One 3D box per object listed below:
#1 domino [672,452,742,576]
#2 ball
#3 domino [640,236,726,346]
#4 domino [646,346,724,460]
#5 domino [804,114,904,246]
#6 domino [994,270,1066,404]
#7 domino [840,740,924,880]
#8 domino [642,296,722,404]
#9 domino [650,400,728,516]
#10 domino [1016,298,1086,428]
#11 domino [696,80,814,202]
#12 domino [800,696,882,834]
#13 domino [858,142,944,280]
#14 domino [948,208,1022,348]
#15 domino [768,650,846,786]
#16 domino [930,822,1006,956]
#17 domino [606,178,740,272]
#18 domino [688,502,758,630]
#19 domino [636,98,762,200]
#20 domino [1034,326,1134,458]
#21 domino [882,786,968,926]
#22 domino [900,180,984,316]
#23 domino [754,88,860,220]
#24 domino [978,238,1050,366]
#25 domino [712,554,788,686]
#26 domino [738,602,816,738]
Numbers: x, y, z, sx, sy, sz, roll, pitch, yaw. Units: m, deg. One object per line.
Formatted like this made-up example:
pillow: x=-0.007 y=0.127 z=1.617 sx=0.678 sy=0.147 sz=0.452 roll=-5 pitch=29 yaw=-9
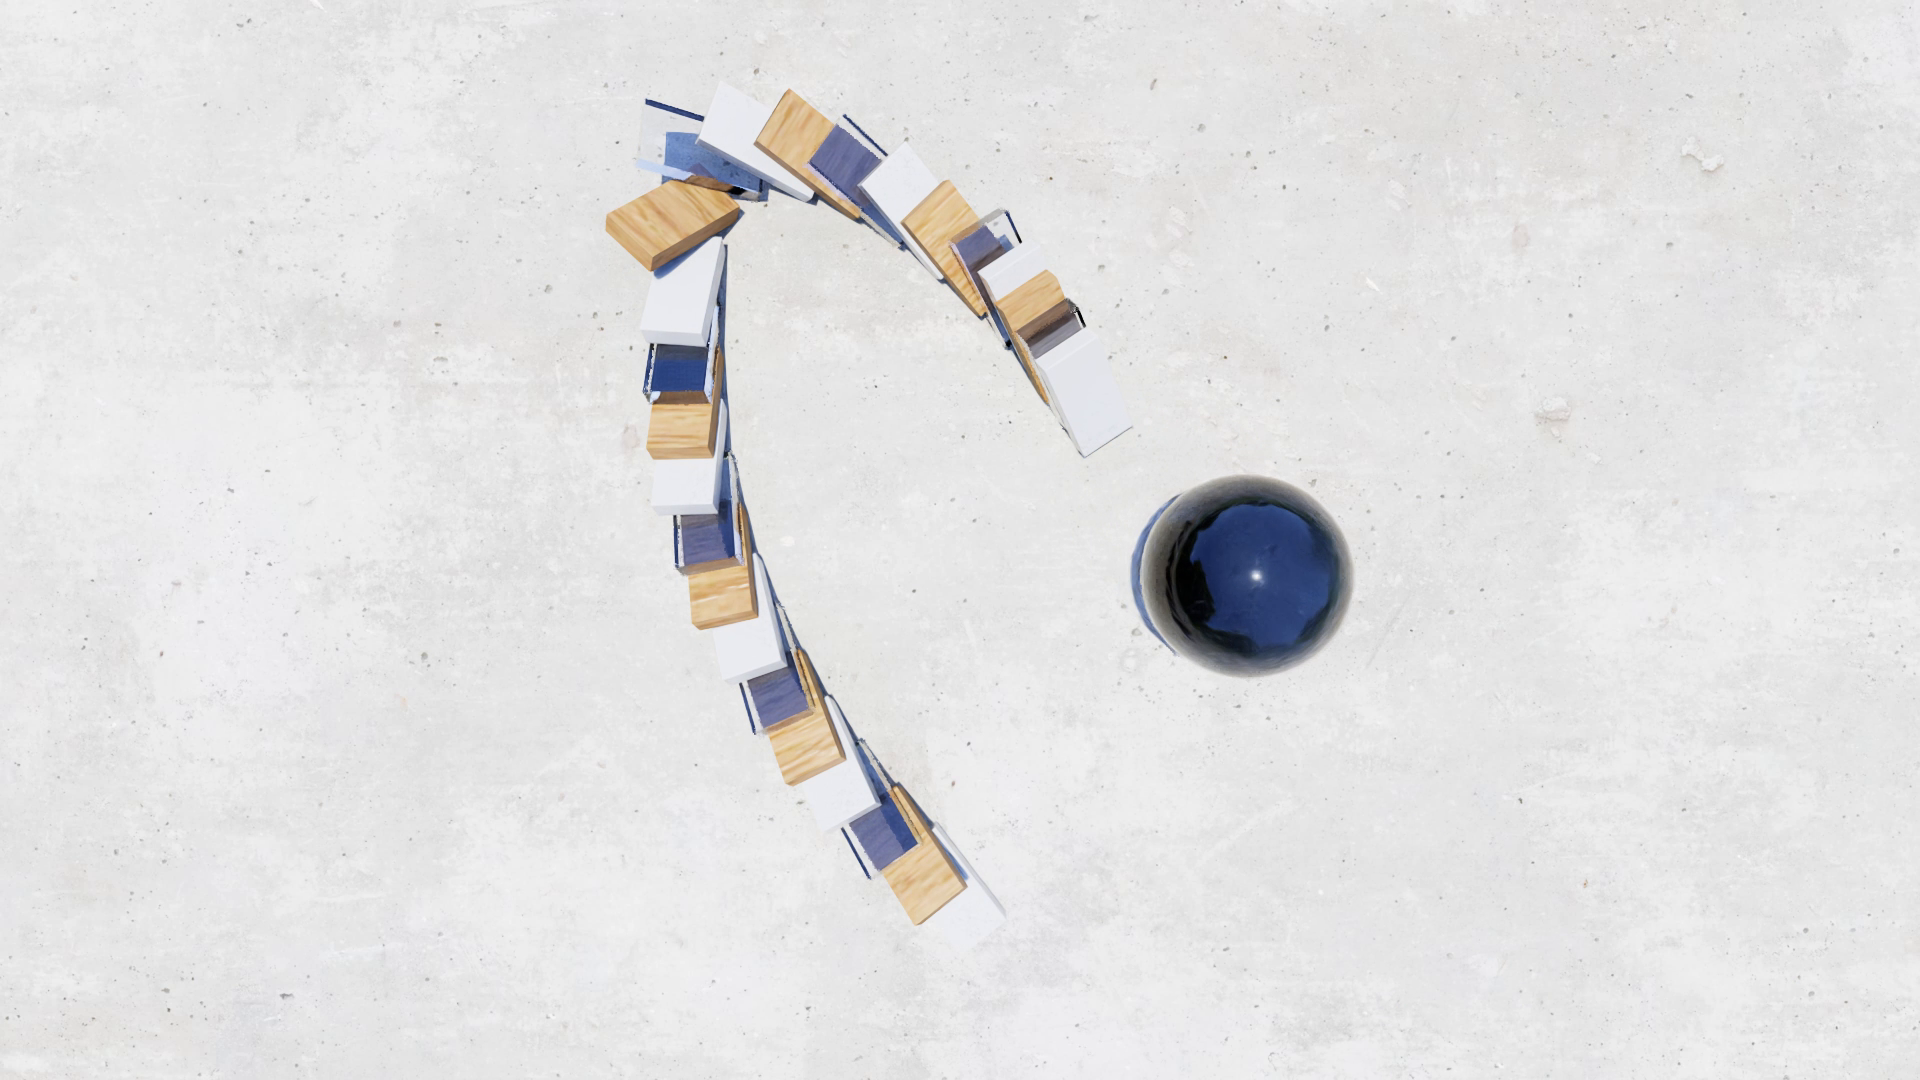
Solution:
domino: x=-0.107 y=-0.011 z=0.385 sx=0.025 sy=0.009 sz=0.050 roll=-11 pitch=65 yaw=0
ball: x=0.112 y=0.014 z=0.360 sx=0.080 sy=0.080 sz=0.080 roll=0 pitch=90 yaw=0
domino: x=-0.116 y=-0.105 z=0.385 sx=0.025 sy=0.010 sz=0.050 roll=4 pitch=66 yaw=0
domino: x=-0.115 y=-0.058 z=0.385 sx=0.025 sy=0.009 sz=0.050 roll=-1 pitch=65 yaw=0
domino: x=-0.037 y=-0.150 z=0.385 sx=0.050 sy=0.010 sz=0.025 roll=36 pitch=90 yaw=-26
domino: x=0.036 y=-0.083 z=0.380 sx=0.025 sy=0.010 sz=0.050 roll=-33 pitch=132 yaw=0
domino: x=-0.039 y=0.113 z=0.386 sx=0.025 sy=0.009 sz=0.050 roll=-35 pitch=66 yaw=0
domino: x=-0.116 y=-0.081 z=0.385 sx=0.025 sy=0.010 sz=0.050 roll=-1 pitch=65 yaw=0
domino: x=-0.113 y=-0.035 z=0.385 sx=0.025 sy=0.010 sz=0.050 roll=-2 pitch=65 yaw=0
domino: x=0.044 y=-0.072 z=0.380 sx=0.025 sy=0.009 sz=0.050 roll=-33 pitch=132 yaw=0
domino: x=-0.082 y=-0.166 z=0.384 sx=0.050 sy=0.010 sz=0.025 roll=21 pitch=88 yaw=-27
domino: x=-0.055 y=0.094 z=0.385 sx=0.025 sy=0.009 sz=0.050 roll=-29 pitch=66 yaw=0
domino: x=-0.016 y=-0.138 z=0.385 sx=0.025 sy=0.009 sz=0.050 roll=-44 pitch=116 yaw=0
domino: x=0.018 y=-0.109 z=0.382 sx=0.025 sy=0.009 sz=0.050 roll=-33 pitch=124 yaw=-1
domino: x=-0.069 y=0.074 z=0.385 sx=0.025 sy=0.009 sz=0.050 roll=-26 pitch=66 yaw=0
domino: x=-0.005 y=0.150 z=0.395 sx=0.025 sy=0.009 sz=0.050 roll=-38 pitch=90 yaw=0
domino: x=-0.119 y=-0.134 z=0.382 sx=0.025 sy=0.010 sz=0.050 roll=43 pitch=56 yaw=0
domino: x=-0.101 y=0.011 z=0.385 sx=0.025 sy=0.010 sz=0.050 roll=-12 pitch=65 yaw=0
domino: x=-0.108 y=-0.163 z=0.383 sx=0.050 sy=0.009 sz=0.025 roll=6 pitch=86 yaw=-29
domino: x=0.052 y=-0.060 z=0.380 sx=0.025 sy=0.010 sz=0.050 roll=-33 pitch=132 yaw=0
domino: x=-0.022 y=0.132 z=0.385 sx=0.025 sy=0.010 sz=0.050 roll=-38 pitch=66 yaw=0
domino: x=0.001 y=-0.122 z=0.385 sx=0.025 sy=0.009 sz=0.050 roll=-44 pitch=115 yaw=0
domino: x=-0.058 y=-0.161 z=0.385 sx=0.050 sy=0.009 sz=0.025 roll=32 pitch=89 yaw=-26
domino: x=0.029 y=-0.096 z=0.380 sx=0.025 sy=0.010 sz=0.050 roll=-33 pitch=132 yaw=0
domino: x=-0.091 y=0.033 z=0.385 sx=0.025 sy=0.009 sz=0.050 roll=-19 pitch=65 yaw=0
domino: x=-0.081 y=0.054 z=0.385 sx=0.025 sy=0.009 sz=0.050 roll=-23 pitch=65 yaw=0
